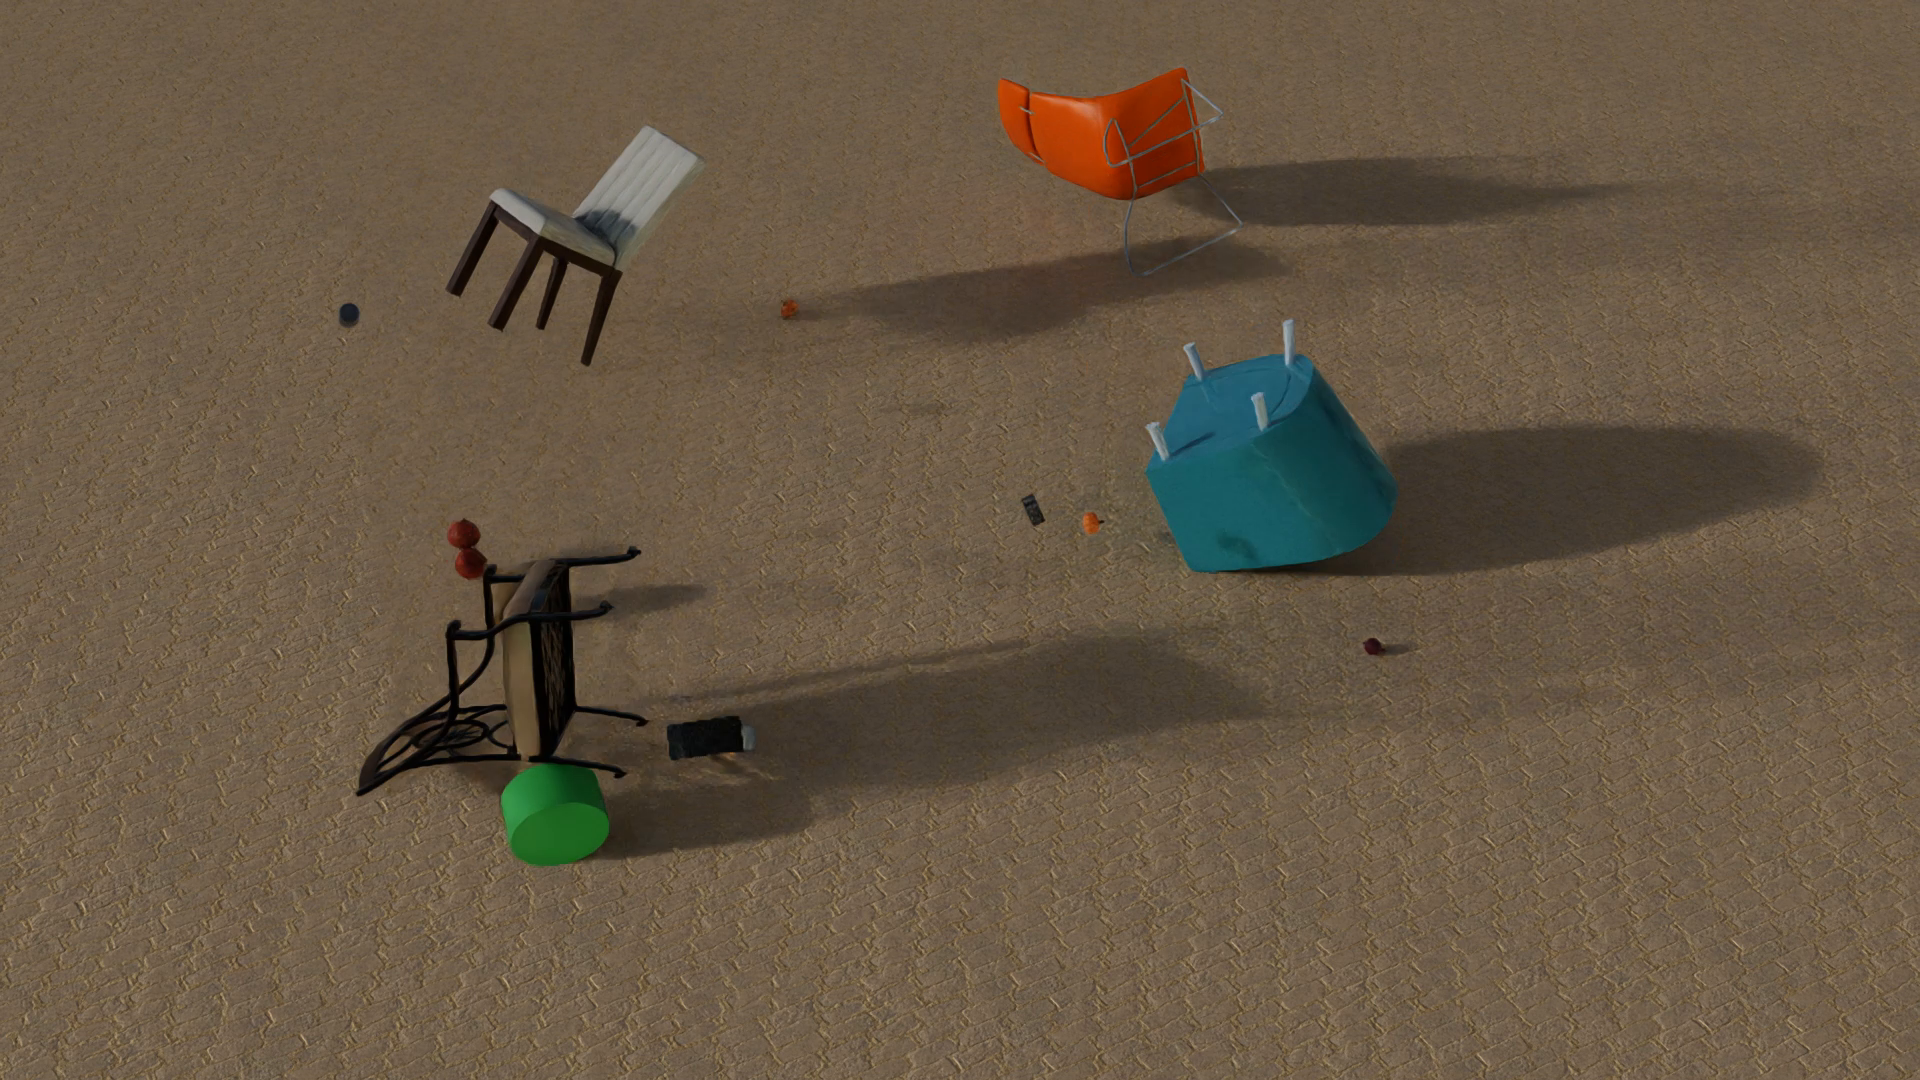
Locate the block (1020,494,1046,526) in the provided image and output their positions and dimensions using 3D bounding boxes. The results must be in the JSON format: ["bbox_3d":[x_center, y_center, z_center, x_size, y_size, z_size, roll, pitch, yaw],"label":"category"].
[{"bbox_3d":[0.268,-0.110,10.763,0.047,0.076,0.086,-26,35,4],"label":"block"}]

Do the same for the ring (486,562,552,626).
[{"bbox_3d":[-1.576,0.191,10.475,0.114,0.159,0.295,15,55,47],"label":"ring"}]

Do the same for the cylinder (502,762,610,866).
[{"bbox_3d":[-1.296,0.876,9.394,0.318,0.243,0.222,-13,35,-10],"label":"cylinder"}]

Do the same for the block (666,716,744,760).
[{"bbox_3d":[-0.826,0.640,9.500,0.218,0.113,0.100,-6,-3,-34],"label":"block"}]
